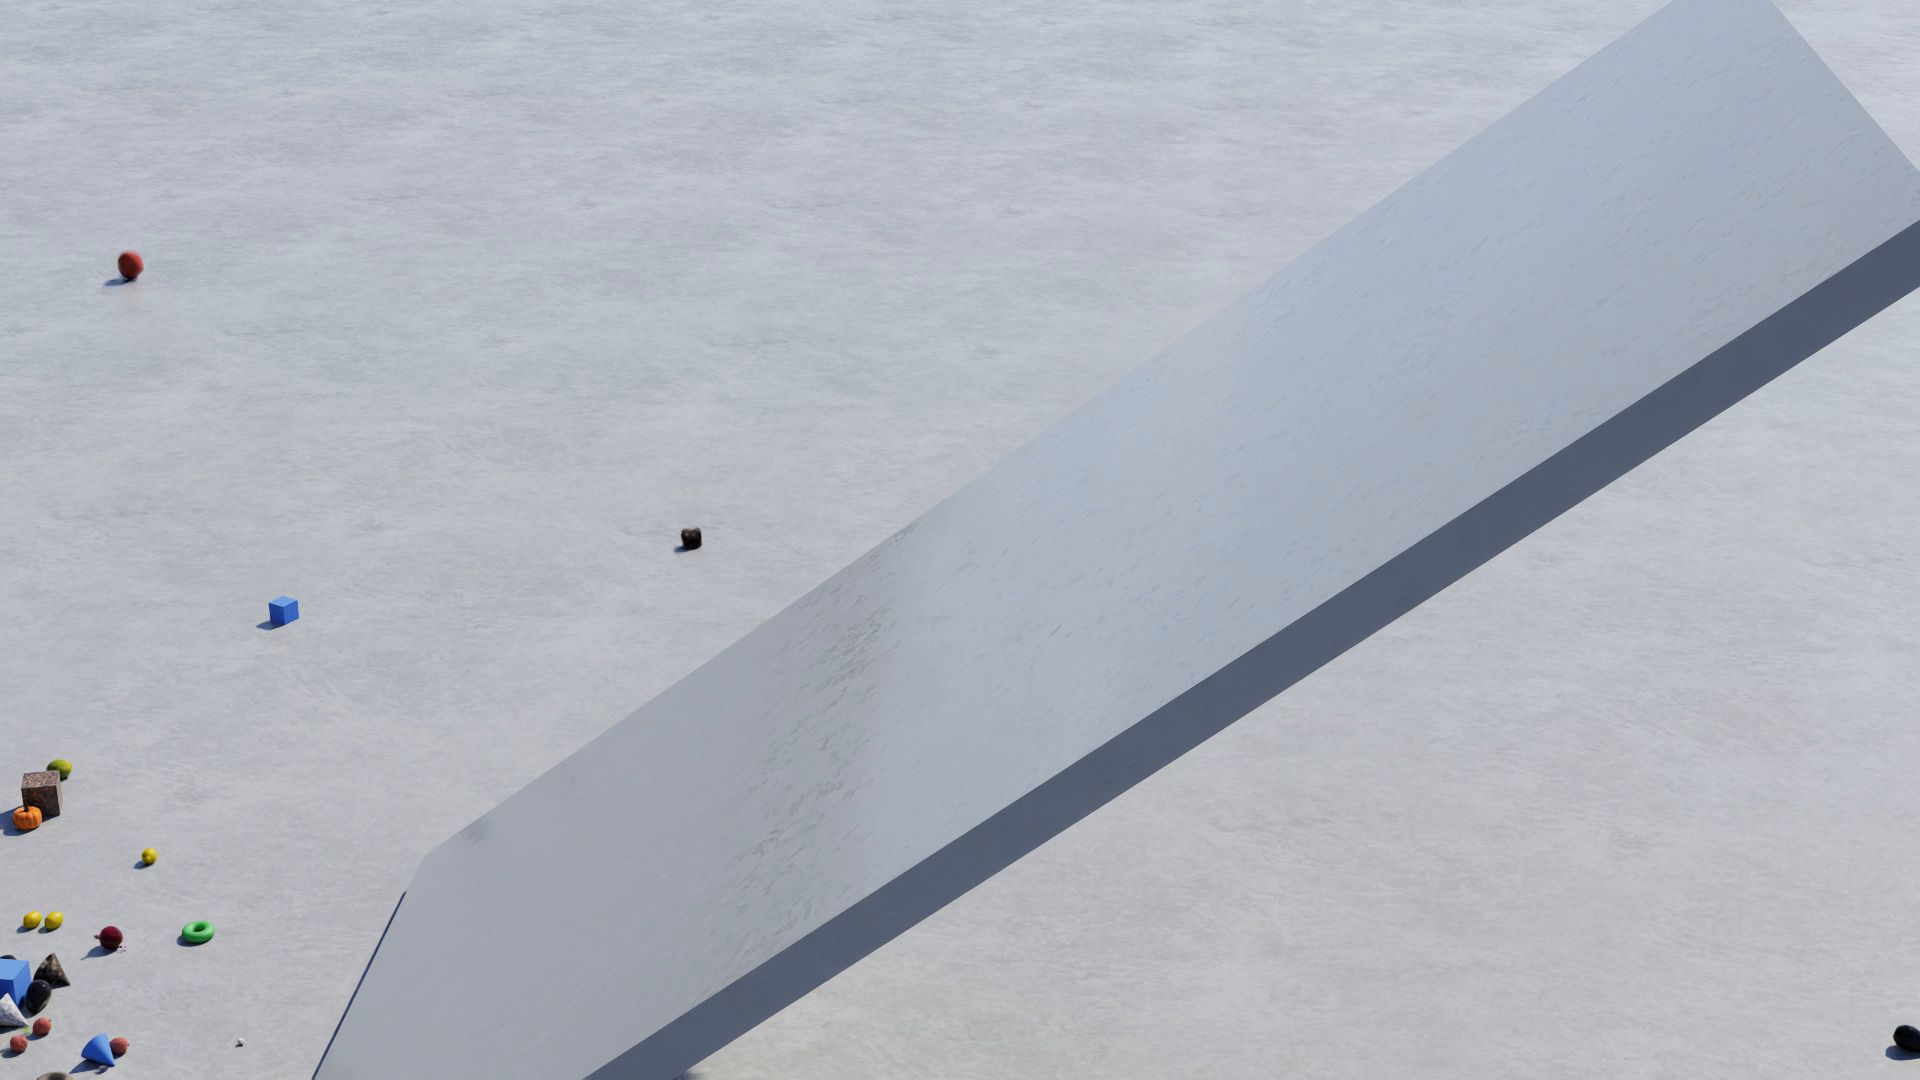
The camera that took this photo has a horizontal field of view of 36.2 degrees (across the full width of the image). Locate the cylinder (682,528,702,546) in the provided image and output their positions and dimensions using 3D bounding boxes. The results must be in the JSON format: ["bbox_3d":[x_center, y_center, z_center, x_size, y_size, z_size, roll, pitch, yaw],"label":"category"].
[{"bbox_3d":[-0.908,-0.007,9.961,0.055,0.055,0.055,-9,24,-20],"label":"cylinder"}]

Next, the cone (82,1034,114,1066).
[{"bbox_3d":[-2.038,1.230,7.010,0.077,0.077,0.077,39,37,17],"label":"cone"}]

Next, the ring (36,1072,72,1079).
[{"bbox_3d":[-2.127,1.278,6.899,0.093,0.031,0.093,0,21,0],"label":"ring"}]

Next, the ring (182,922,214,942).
[{"bbox_3d":[-1.957,1.007,7.556,0.083,0.028,0.083,1,24,0],"label":"ring"}]

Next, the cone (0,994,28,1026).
[{"bbox_3d":[-2.304,1.164,7.162,0.088,0.088,0.088,29,25,-1],"label":"cone"}]

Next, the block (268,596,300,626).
[{"bbox_3d":[-2.159,0.225,9.390,0.064,0.064,0.064,13,26,29],"label":"block"}]

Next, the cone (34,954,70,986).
[{"bbox_3d":[-2.253,1.090,7.344,0.083,0.083,0.083,32,29,6],"label":"cone"}]

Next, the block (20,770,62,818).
[{"bbox_3d":[-2.556,0.708,8.189,0.094,0.094,0.094,-5,23,-11],"label":"block"}]

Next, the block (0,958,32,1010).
[{"bbox_3d":[-2.354,1.098,7.254,0.091,0.091,0.091,3,23,7],"label":"block"}]

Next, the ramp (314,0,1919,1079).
[{"bbox_3d":[0.129,0.179,6.322,4.000,0.100,2.000,-34,16,16],"label":"ramp"}]
